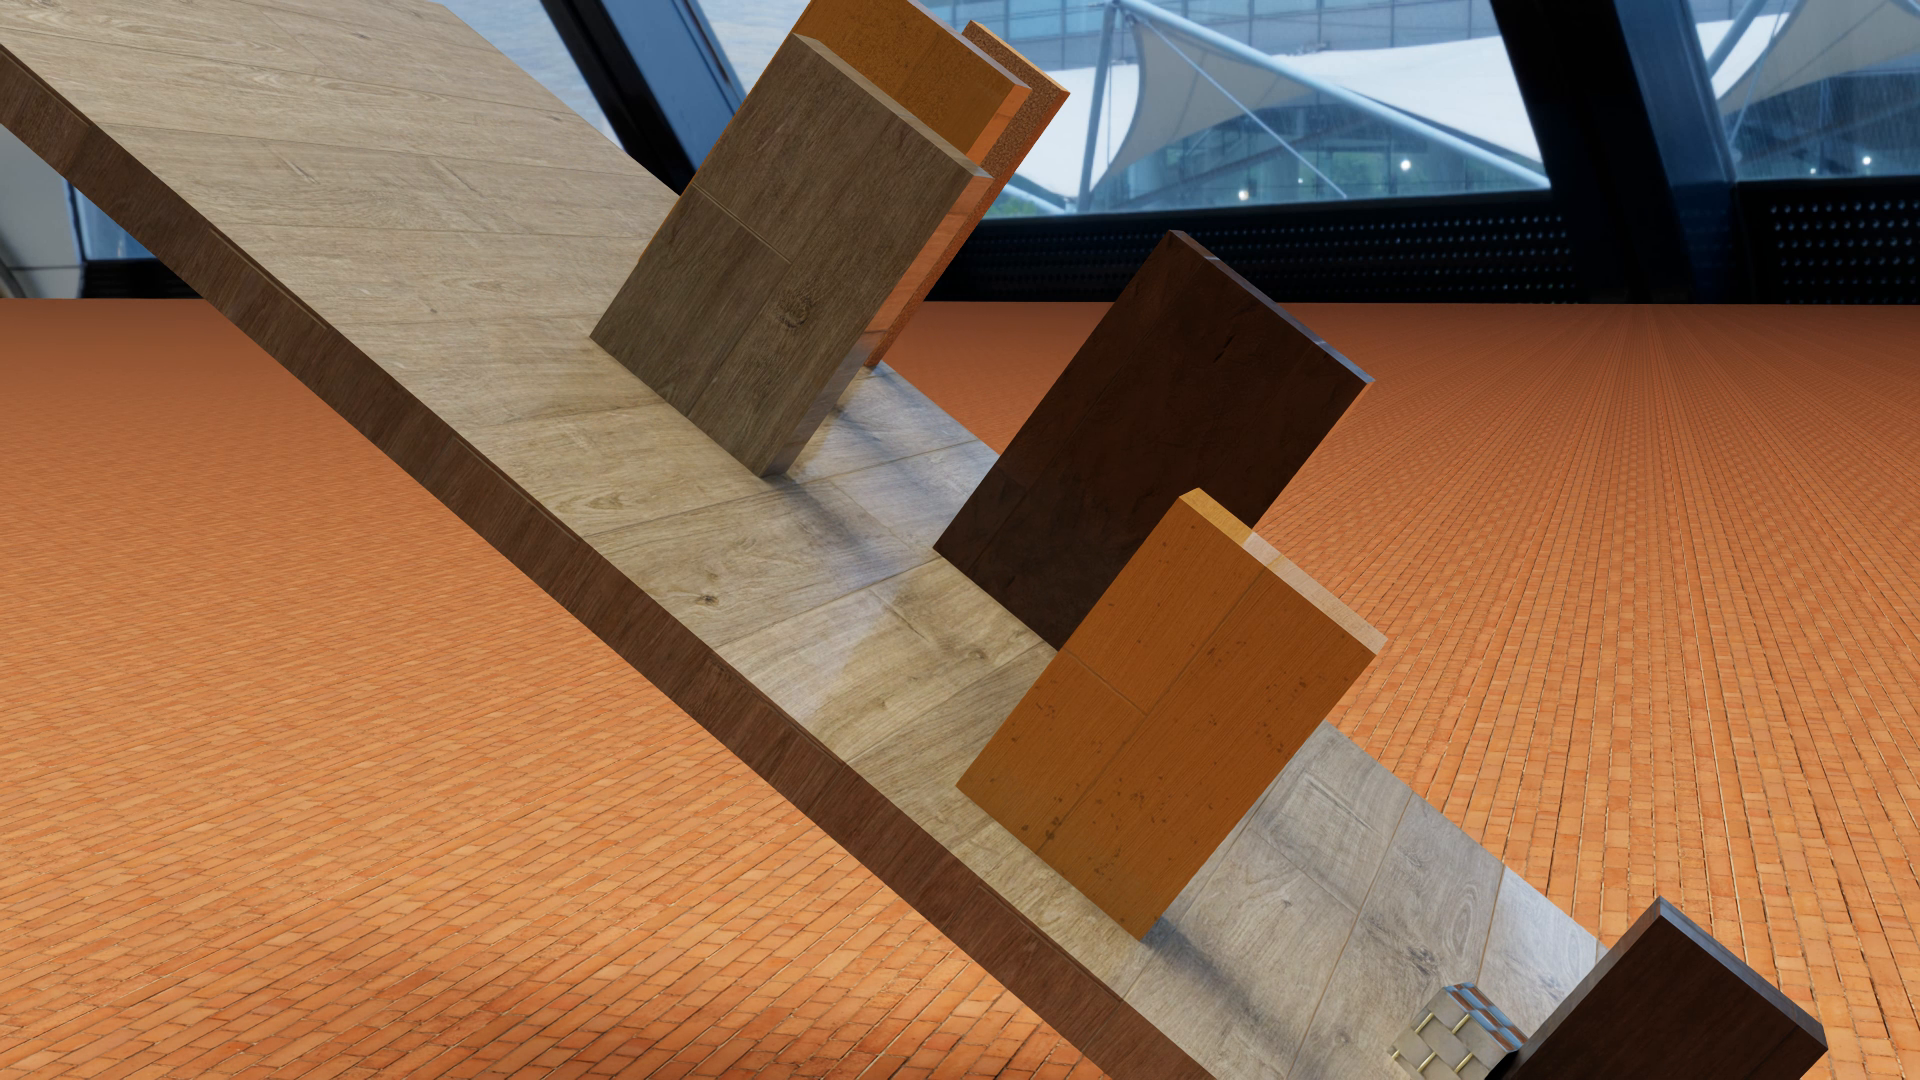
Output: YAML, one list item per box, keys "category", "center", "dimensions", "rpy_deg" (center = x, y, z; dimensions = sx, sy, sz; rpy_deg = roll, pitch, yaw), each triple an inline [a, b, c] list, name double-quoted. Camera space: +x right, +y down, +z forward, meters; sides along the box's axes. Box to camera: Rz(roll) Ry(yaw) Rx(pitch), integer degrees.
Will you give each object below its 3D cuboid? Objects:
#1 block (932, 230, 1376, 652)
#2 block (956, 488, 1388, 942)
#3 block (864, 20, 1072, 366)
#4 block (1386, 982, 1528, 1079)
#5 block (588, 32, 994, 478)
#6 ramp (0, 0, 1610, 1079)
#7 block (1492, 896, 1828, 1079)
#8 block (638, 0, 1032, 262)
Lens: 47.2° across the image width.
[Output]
- category: "block"
  center: [0.351, -0.138, 4.064]
  dimensions: [0.449, 0.740, 0.132]
  rpy_deg: [39, 16, 9]
- category: "block"
  center: [0.305, 0.252, 3.210]
  dimensions: [0.351, 0.549, 0.146]
  rpy_deg: [39, 16, 9]
- category: "block"
  center: [-0.083, -0.766, 4.907]
  dimensions: [0.257, 0.753, 0.084]
  rpy_deg: [39, 16, 9]
- category: "block"
  center: [0.783, 0.794, 3.441]
  dimensions: [0.138, 0.138, 0.138]
  rpy_deg: [45, 18, 28]
- category: "block"
  center: [-0.300, -0.493, 3.855]
  dimensions: [0.406, 0.650, 0.126]
  rpy_deg: [39, 16, 9]
- category: "ramp"
  center: [-0.050, 0.108, 4.063]
  dimensions: [4.000, 0.100, 2.000]
  rpy_deg: [39, 16, 9]
- category: "block"
  center: [1.010, 0.809, 3.279]
  dimensions: [0.295, 0.465, 0.106]
  rpy_deg: [39, 16, 9]
- category: "block"
  center: [-0.259, -0.734, 4.439]
  dimensions: [0.440, 0.754, 0.125]
  rpy_deg: [39, 16, 9]
